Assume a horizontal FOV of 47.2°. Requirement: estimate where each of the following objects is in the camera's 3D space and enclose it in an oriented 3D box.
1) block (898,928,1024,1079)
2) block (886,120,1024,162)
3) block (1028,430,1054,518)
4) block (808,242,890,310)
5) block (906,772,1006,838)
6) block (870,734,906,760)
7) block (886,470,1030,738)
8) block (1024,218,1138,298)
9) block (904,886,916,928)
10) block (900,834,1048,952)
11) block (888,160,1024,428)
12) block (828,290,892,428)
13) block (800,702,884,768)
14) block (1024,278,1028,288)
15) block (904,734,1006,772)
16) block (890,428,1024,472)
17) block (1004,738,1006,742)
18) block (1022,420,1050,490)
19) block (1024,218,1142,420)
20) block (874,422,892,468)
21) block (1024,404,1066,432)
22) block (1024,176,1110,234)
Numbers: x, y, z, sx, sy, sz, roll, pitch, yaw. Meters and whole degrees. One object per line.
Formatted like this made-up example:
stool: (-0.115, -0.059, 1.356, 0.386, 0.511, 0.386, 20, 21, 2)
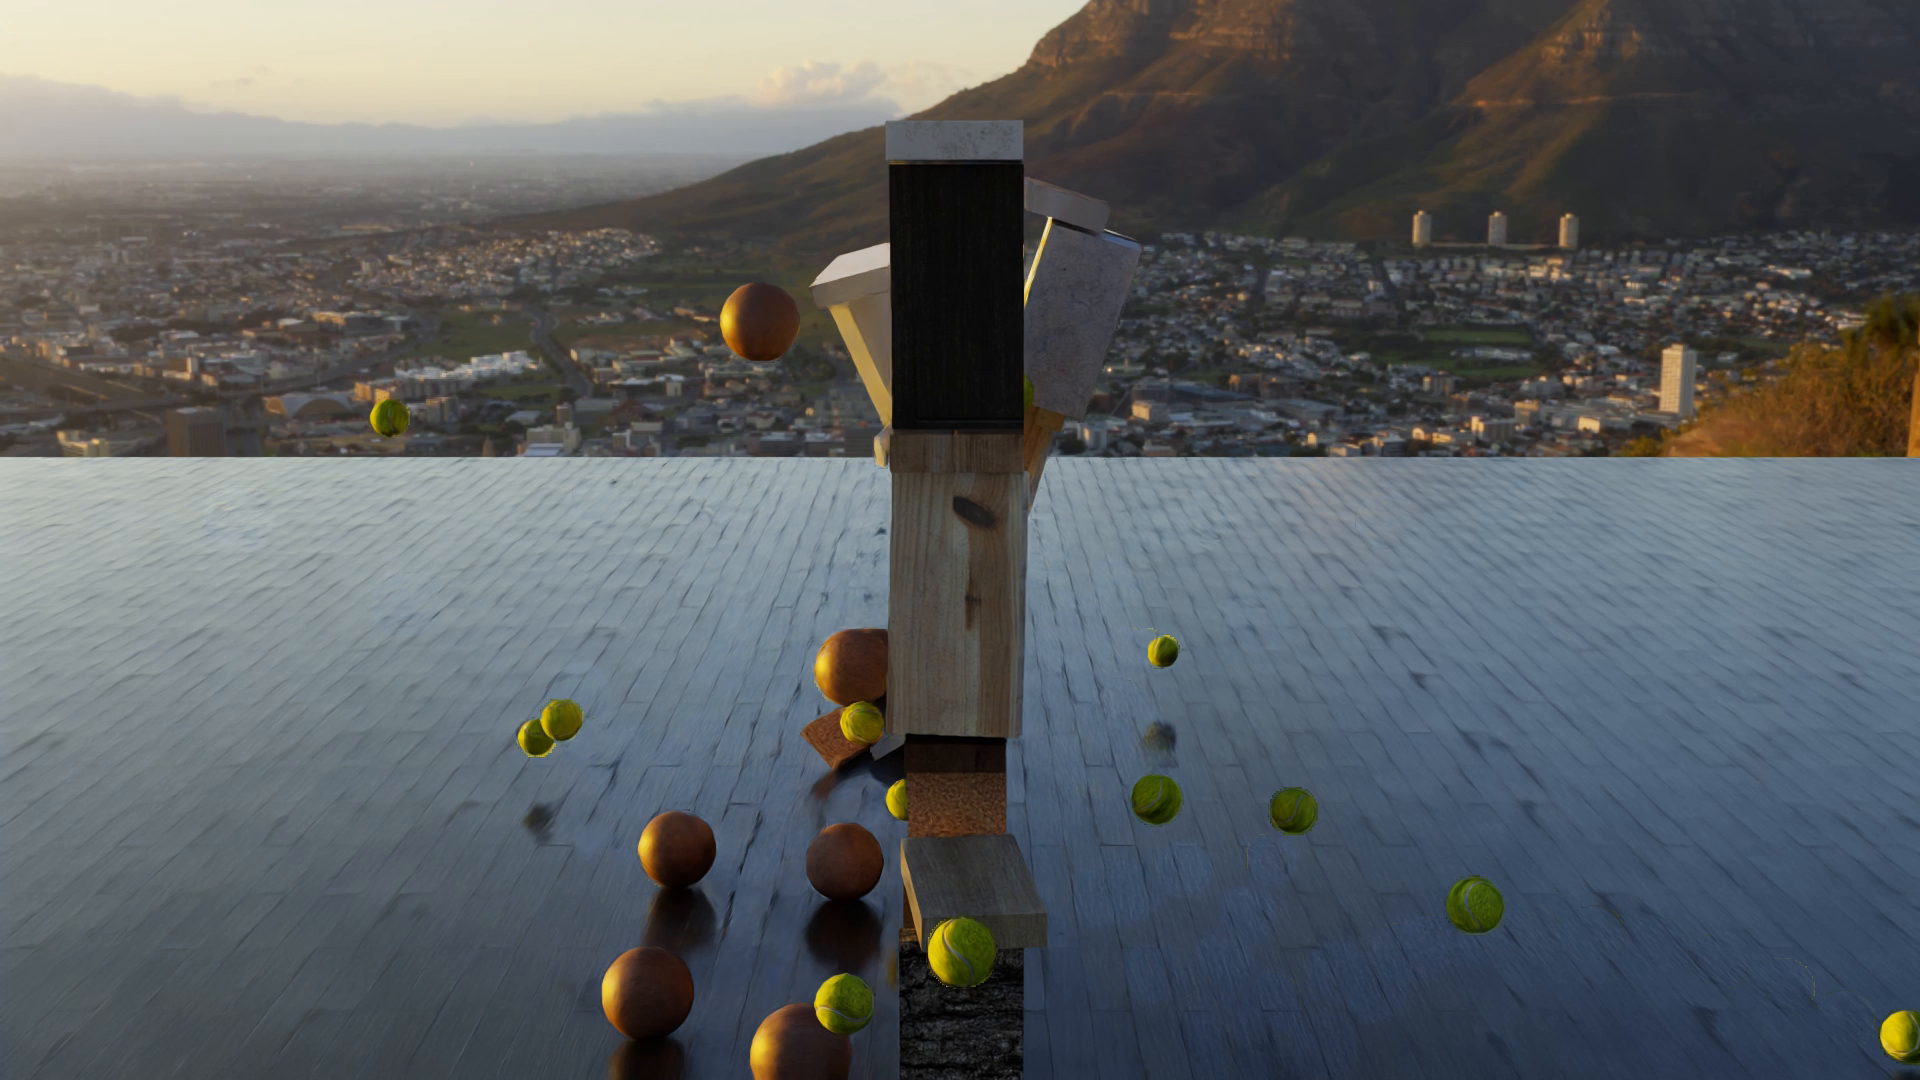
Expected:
block: (0.002, 0.622, 2.676, 0.149, 0.299, 0.042, 0, 11, 0)
block: (-0.005, -0.532, 2.942, 0.173, 0.049, 0.346, 0, 9, 1)
block: (0.070, -0.076, 3.830, 0.114, 0.314, 0.032, 16, 9, -3)
block: (-0.104, -0.518, 4.098, 0.327, 0.046, 0.163, -12, 23, 23)
block: (-0.004, 0.505, 2.965, 0.131, 0.424, 0.037, 0, 11, 0)
block: (-0.087, 0.396, 4.496, 0.100, 0.028, 0.200, -34, -11, 34)
block: (-0.003, 0.082, 2.907, 0.175, 0.349, 0.049, 2, 0, 11)
block: (0.180, -0.392, 3.757, 0.150, 0.301, 0.043, 17, 13, -9)
block: (0.002, 0.586, 2.872, 0.149, 0.299, 0.042, 0, 11, 0)
block: (0.013, 0.437, 2.743, 0.149, 0.042, 0.299, -1, 11, -6)
block: (-0.003, -0.321, 2.885, 0.173, 0.347, 0.049, 0, 15, 2)
block: (-0.131, -0.358, 4.260, 0.046, 0.327, 0.163, -7, 27, 40)
block: (-0.238, 0.396, 4.475, 0.100, 0.028, 0.200, 45, 23, 10)
block: (0.034, -0.319, 4.044, 0.163, 0.327, 0.046, -2, 20, -10)
block: (-0.006, 0.262, 3.005, 0.131, 0.037, 0.263, 0, 11, 0)
block: (-0.004, -0.141, 3.021, 0.175, 0.049, 0.349, 0, 9, 0)
block: (0.008, 0.234, 3.503, 0.132, 0.264, 0.037, 0, 11, -1)
block: (0.060, -0.098, 3.675, 0.114, 0.229, 0.032, 19, 7, 2)
block: (0.174, -0.357, 3.568, 0.150, 0.301, 0.043, 17, 23, -4)
block: (-0.096, -0.164, 3.425, 0.015, 0.052, 0.103, 24, 50, 28)
block: (0.121, -0.229, 3.735, 0.114, 0.032, 0.229, 18, 10, -1)
block: (0.167, -0.553, 3.615, 0.150, 0.043, 0.301, 17, 11, -1)
